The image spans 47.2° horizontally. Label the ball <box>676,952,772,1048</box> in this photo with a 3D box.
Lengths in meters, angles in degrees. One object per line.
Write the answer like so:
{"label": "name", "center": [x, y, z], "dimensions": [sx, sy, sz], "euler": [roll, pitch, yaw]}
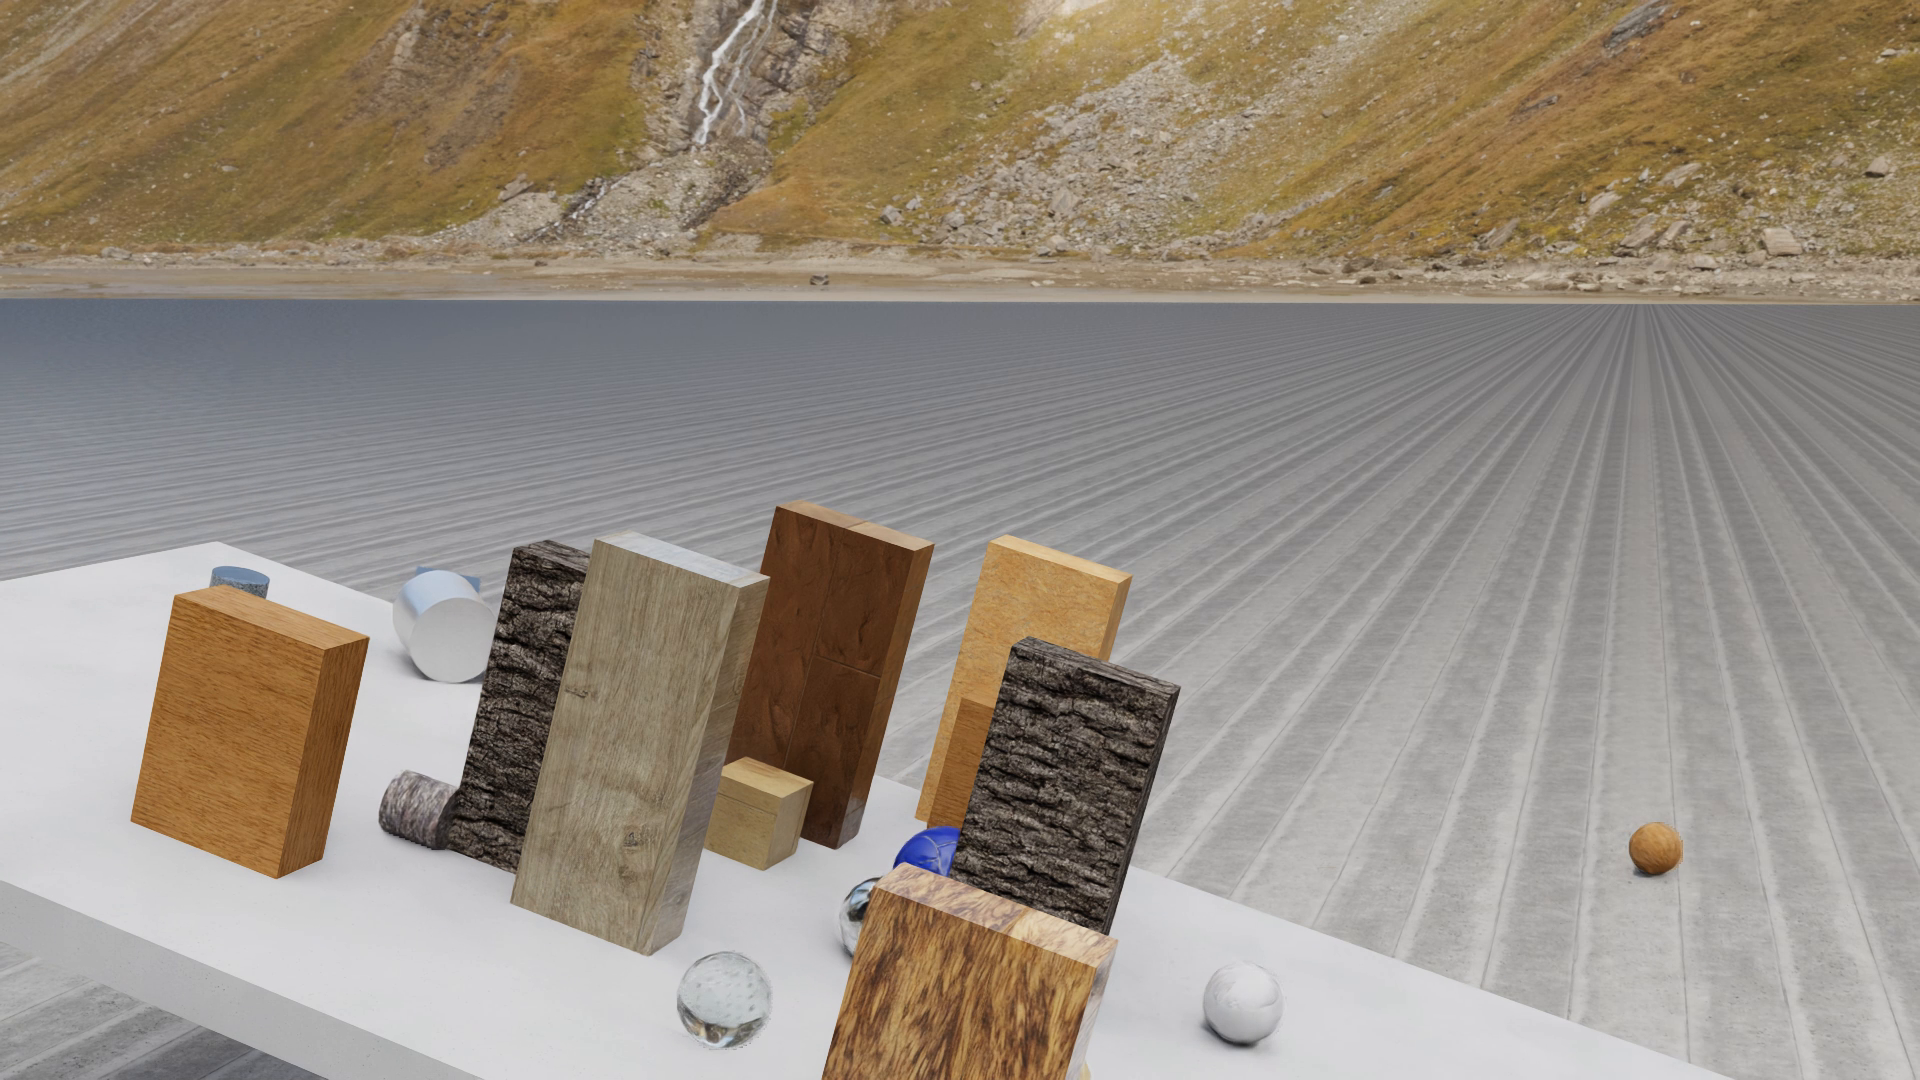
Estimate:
{"label": "ball", "center": [-0.387, 0.753, 3.602], "dimensions": [0.155, 0.155, 0.155], "euler": [0, 7, 0]}

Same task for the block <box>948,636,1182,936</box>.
{"label": "block", "center": [0.169, 0.539, 4.103], "dimensions": [0.304, 0.649, 0.116], "euler": [18, 11, 14]}

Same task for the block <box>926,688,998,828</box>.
{"label": "block", "center": [0.145, 0.576, 4.432], "dimensions": [0.395, 0.441, 0.102], "euler": [18, 11, 14]}

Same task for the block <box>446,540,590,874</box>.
{"label": "block", "center": [-0.686, 0.346, 4.074], "dimensions": [0.393, 0.593, 0.135], "euler": [18, 11, 14]}

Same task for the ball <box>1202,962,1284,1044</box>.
{"label": "ball", "center": [0.540, 0.882, 4.191], "dimensions": [0.155, 0.155, 0.155], "euler": [0, 7, 0]}

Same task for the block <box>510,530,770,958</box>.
{"label": "block", "center": [-0.571, 0.359, 3.912], "dimensions": [0.282, 0.690, 0.138], "euler": [18, 11, 14]}

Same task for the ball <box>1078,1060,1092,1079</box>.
{"label": "ball", "center": [0.146, 0.896, 3.627], "dimensions": [0.143, 0.143, 0.143], "euler": [0, 7, 0]}

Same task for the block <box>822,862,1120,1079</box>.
{"label": "block", "center": [0.002, 0.764, 3.354], "dimensions": [0.358, 0.426, 0.143], "euler": [18, 11, 14]}

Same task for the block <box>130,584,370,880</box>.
{"label": "block", "center": [-1.245, 0.332, 3.854], "dimensions": [0.305, 0.422, 0.140], "euler": [18, 11, 14]}

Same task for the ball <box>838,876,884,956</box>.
{"label": "ball", "center": [-0.141, 0.711, 4.095], "dimensions": [0.169, 0.169, 0.169], "euler": [0, 7, 0]}

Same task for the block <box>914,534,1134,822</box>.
{"label": "block", "center": [0.142, 0.354, 4.950], "dimensions": [0.305, 0.661, 0.143], "euler": [18, 11, 14]}

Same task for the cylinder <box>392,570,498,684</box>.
{"label": "cylinder", "center": [-1.198, 0.200, 5.124], "dimensions": [0.207, 0.207, 0.207], "euler": [-3, 18, -25]}

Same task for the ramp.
{"label": "ramp", "center": [-0.383, 0.758, 4.244], "dimensions": [4.000, 0.100, 2.000], "euler": [18, 11, 14]}

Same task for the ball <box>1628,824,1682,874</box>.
{"label": "ball", "center": [2.150, 0.955, 6.803], "dimensions": [0.156, 0.156, 0.156], "euler": [0, 7, 0]}

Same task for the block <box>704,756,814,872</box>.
{"label": "block", "center": [-0.421, 0.559, 4.503], "dimensions": [0.159, 0.159, 0.159], "euler": [18, 12, 17]}

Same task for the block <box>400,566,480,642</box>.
{"label": "block", "center": [-1.259, 0.170, 5.333], "dimensions": [0.153, 0.153, 0.153], "euler": [12, 11, -13]}

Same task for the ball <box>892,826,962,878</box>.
{"label": "ball", "center": [-0.032, 0.669, 4.335], "dimensions": [0.208, 0.208, 0.208], "euler": [0, 7, 0]}

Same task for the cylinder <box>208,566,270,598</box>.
{"label": "cylinder", "center": [-1.654, 0.141, 5.023], "dimensions": [0.128, 0.128, 0.128], "euler": [14, 11, -3]}

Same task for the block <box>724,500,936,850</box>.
{"label": "block", "center": [-0.303, 0.284, 4.689], "dimensions": [0.316, 0.668, 0.140], "euler": [18, 11, 14]}
